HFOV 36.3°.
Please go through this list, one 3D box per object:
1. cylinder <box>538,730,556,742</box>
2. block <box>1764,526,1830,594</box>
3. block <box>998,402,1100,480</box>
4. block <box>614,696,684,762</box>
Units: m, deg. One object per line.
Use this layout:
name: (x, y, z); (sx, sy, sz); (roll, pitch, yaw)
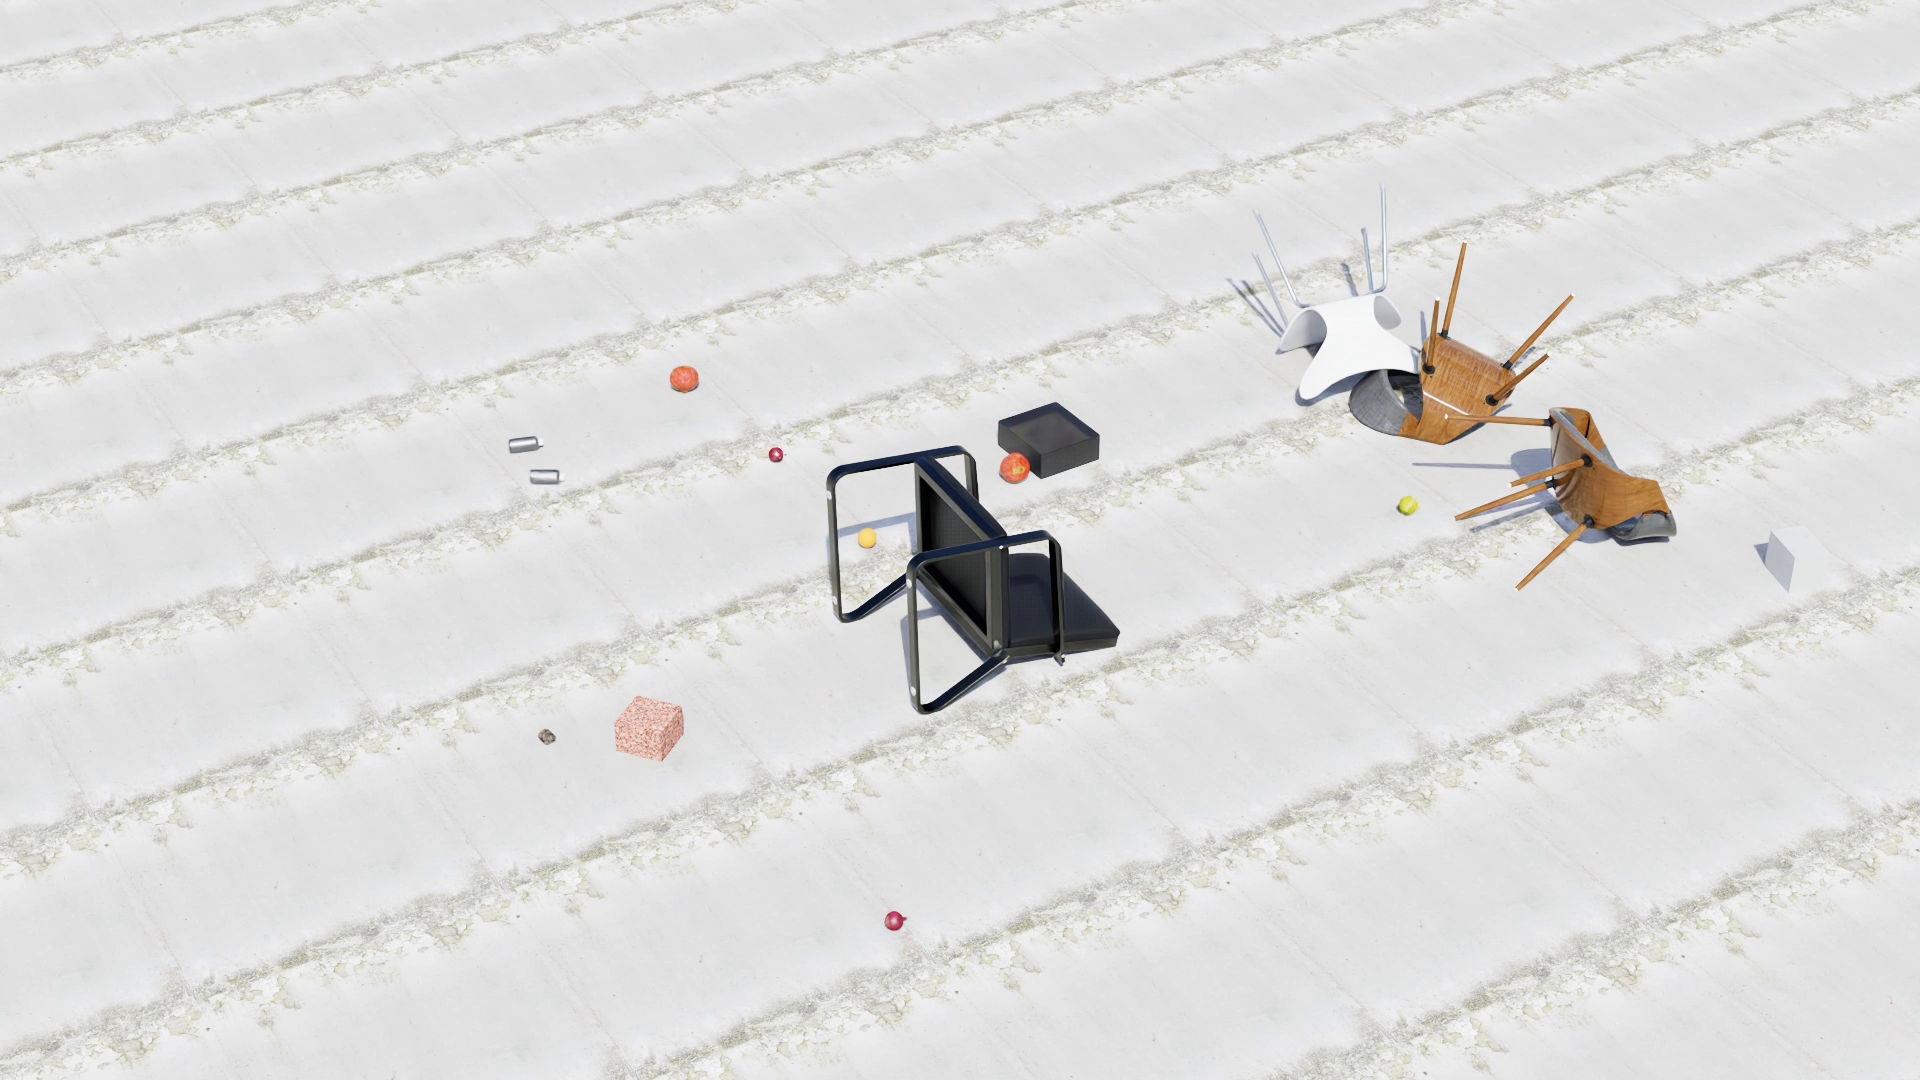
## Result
cylinder: (-1.396, 0.664, 9.905); (0.044, 0.035, 0.046); (-10, 39, 46)
block: (3.052, 0.070, 10.695); (0.136, 0.156, 0.187); (-8, 34, -12)
block: (0.346, -0.390, 11.434); (0.274, 0.113, 0.301); (-19, 38, -27)
block: (-1.047, 0.635, 9.875); (0.170, 0.117, 0.170); (12, 35, 18)
